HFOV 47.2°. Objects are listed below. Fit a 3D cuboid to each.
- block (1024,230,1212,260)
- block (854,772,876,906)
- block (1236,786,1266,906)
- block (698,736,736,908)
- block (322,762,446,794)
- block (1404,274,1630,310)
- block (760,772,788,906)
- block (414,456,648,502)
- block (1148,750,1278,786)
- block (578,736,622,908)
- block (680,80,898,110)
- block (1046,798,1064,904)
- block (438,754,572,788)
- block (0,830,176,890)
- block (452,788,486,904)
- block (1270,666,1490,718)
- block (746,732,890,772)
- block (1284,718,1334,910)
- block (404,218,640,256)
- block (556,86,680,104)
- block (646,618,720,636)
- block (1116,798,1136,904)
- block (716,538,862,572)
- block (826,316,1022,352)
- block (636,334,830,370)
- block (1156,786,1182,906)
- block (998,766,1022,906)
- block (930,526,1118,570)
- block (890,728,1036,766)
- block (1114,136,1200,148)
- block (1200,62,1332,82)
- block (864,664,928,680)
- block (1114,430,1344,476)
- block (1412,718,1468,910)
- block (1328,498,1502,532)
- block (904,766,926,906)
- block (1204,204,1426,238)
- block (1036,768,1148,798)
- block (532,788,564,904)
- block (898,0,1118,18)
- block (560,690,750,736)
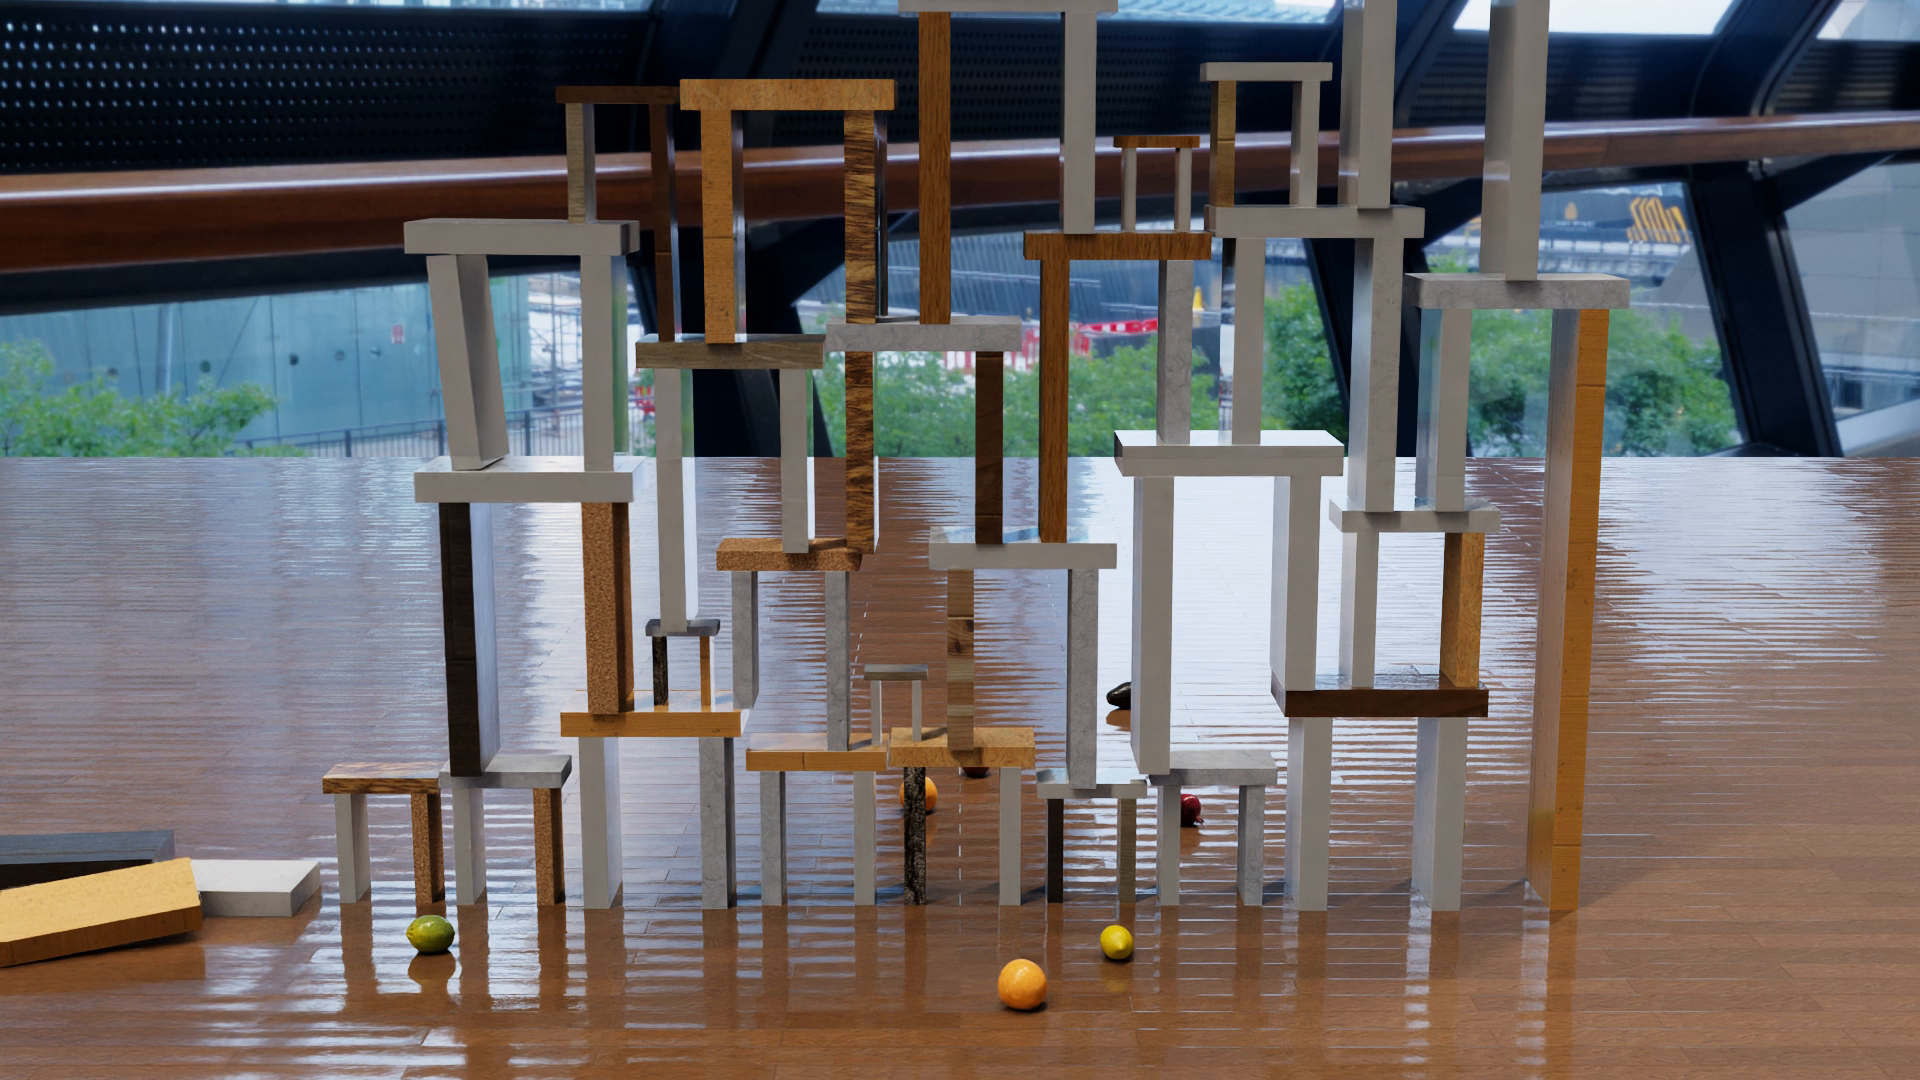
[{"bbox_3d":[0.245,-0.466,3.469,0.287,0.041,0.144,0,11,0],"label":"block"},{"bbox_3d":[-0.157,0.477,3.649,0.032,0.229,0.114,0,11,0],"label":"block"},{"bbox_3d":[0.482,0.490,3.646,0.029,0.205,0.103,0,11,0],"label":"block"},{"bbox_3d":[-0.401,0.447,3.642,0.041,0.291,0.145,0,11,0],"label":"block"},{"bbox_3d":[-0.946,0.393,3.633,0.187,0.027,0.094,0,11,0],"label":"block"},{"bbox_3d":[0.879,-0.395,3.488,0.320,0.045,0.160,0,11,0],"label":"block"},{"bbox_3d":[-0.309,0.477,3.649,0.032,0.229,0.114,0,11,0],"label":"block"},{"bbox_3d":[-0.686,-0.098,3.542,0.344,0.049,0.172,0,11,0],"label":"block"},{"bbox_3d":[0.413,0.375,3.621,0.205,0.029,0.103,0,11,0],"label":"block"},{"bbox_3d":[-0.595,0.447,3.642,0.041,0.291,0.145,0,11,0],"label":"block"},{"bbox_3d":[-0.263,-0.694,3.431,0.326,0.046,0.163,0,11,0],"label":"block"},{"bbox_3d":[0.157,0.502,3.652,0.025,0.179,0.090,0,11,0],"label":"block"},{"bbox_3d":[-0.748,0.381,3.626,0.199,0.028,0.099,0,11,0],"label":"block"},{"bbox_3d":[-1.476,0.530,3.639,0.306,0.043,0.153,-1,11,-7],"label":"block"},{"bbox_3d":[-0.813,0.493,3.647,0.028,0.199,0.099,0,11,0],"label":"block"},{"bbox_3d":[0.684,0.247,3.604,0.326,0.046,0.163,0,11,0],"label":"block"},{"bbox_3d":[-0.233,0.349,3.625,0.229,0.032,0.114,0,11,0],"label":"block"},{"bbox_3d":[0.576,0.430,3.638,0.046,0.326,0.163,0,11,0],"label":"block"},{"bbox_3d":[-0.689,-0.480,3.479,0.337,0.048,0.168,1,11,1],"label":"block"},{"bbox_3d":[-0.531,-0.694,3.429,0.184,0.026,0.092,0,11,1],"label":"block"},{"bbox_3d":[-0.451,0.143,3.585,0.115,0.016,0.058,0,11,0],"label":"block"},{"bbox_3d":[0.276,0.502,3.652,0.025,0.179,0.090,0,11,0],"label":"block"},{"bbox_3d":[-0.275,0.023,3.567,0.228,0.032,0.114,0,11,0],"label":"block"},{"bbox_3d":[-0.055,-0.328,3.494,0.304,0.043,0.152,0,11,0],"label":"block"},{"bbox_3d":[-0.360,-0.301,3.507,0.293,0.042,0.147,0,11,0],"label":"block"},{"bbox_3d":[0.345,0.490,3.645,0.029,0.205,0.103,0,11,0],"label":"block"},{"bbox_3d":[0.083,0.474,3.650,0.033,0.236,0.118,0,11,0],"label":"block"},{"bbox_3d":[0.100,0.012,3.561,0.298,0.042,0.149,0,11,0],"label":"block"},{"bbox_3d":[0.004,0.341,3.626,0.236,0.033,0.118,0,11,0],"label":"block"},{"bbox_3d":[0.308,-0.624,3.446,0.130,0.018,0.065,0,11,-1],"label":"block"},{"bbox_3d":[0.475,-0.728,3.421,0.193,0.027,0.096,0,11,0],"label":"block"},{"bbox_3d":[-0.105,0.217,3.602,0.103,0.015,0.051,0,11,0],"label":"block"},{"bbox_3d":[0.427,-0.139,3.528,0.346,0.049,0.173,0,11,-1],"label":"block"},{"bbox_3d":[0.793,0.430,3.638,0.046,0.326,0.163,0,11,0],"label":"block"},{"bbox_3d":[0.732,-0.041,3.549,0.252,0.036,0.126,0,11,0],"label":"block"},{"bbox_3d":[-0.075,0.474,3.650,0.033,0.236,0.118,0,11,0],"label":"block"},{"bbox_3d":[0.554,-0.503,3.464,0.321,0.046,0.161,0,11,-1],"label":"block"},{"bbox_3d":[0.216,0.402,3.633,0.179,0.025,0.090,0,11,0],"label":"block"},{"bbox_3d":[-0.682,0.493,3.647,0.028,0.199,0.099,0,11,0],"label":"block"},{"bbox_3d":[0.073,-0.838,3.405,0.333,0.047,0.166,0,11,0],"label":"block"},{"bbox_3d":[-0.498,0.284,3.612,0.291,0.041,0.145,0,11,0],"label":"block"}]
